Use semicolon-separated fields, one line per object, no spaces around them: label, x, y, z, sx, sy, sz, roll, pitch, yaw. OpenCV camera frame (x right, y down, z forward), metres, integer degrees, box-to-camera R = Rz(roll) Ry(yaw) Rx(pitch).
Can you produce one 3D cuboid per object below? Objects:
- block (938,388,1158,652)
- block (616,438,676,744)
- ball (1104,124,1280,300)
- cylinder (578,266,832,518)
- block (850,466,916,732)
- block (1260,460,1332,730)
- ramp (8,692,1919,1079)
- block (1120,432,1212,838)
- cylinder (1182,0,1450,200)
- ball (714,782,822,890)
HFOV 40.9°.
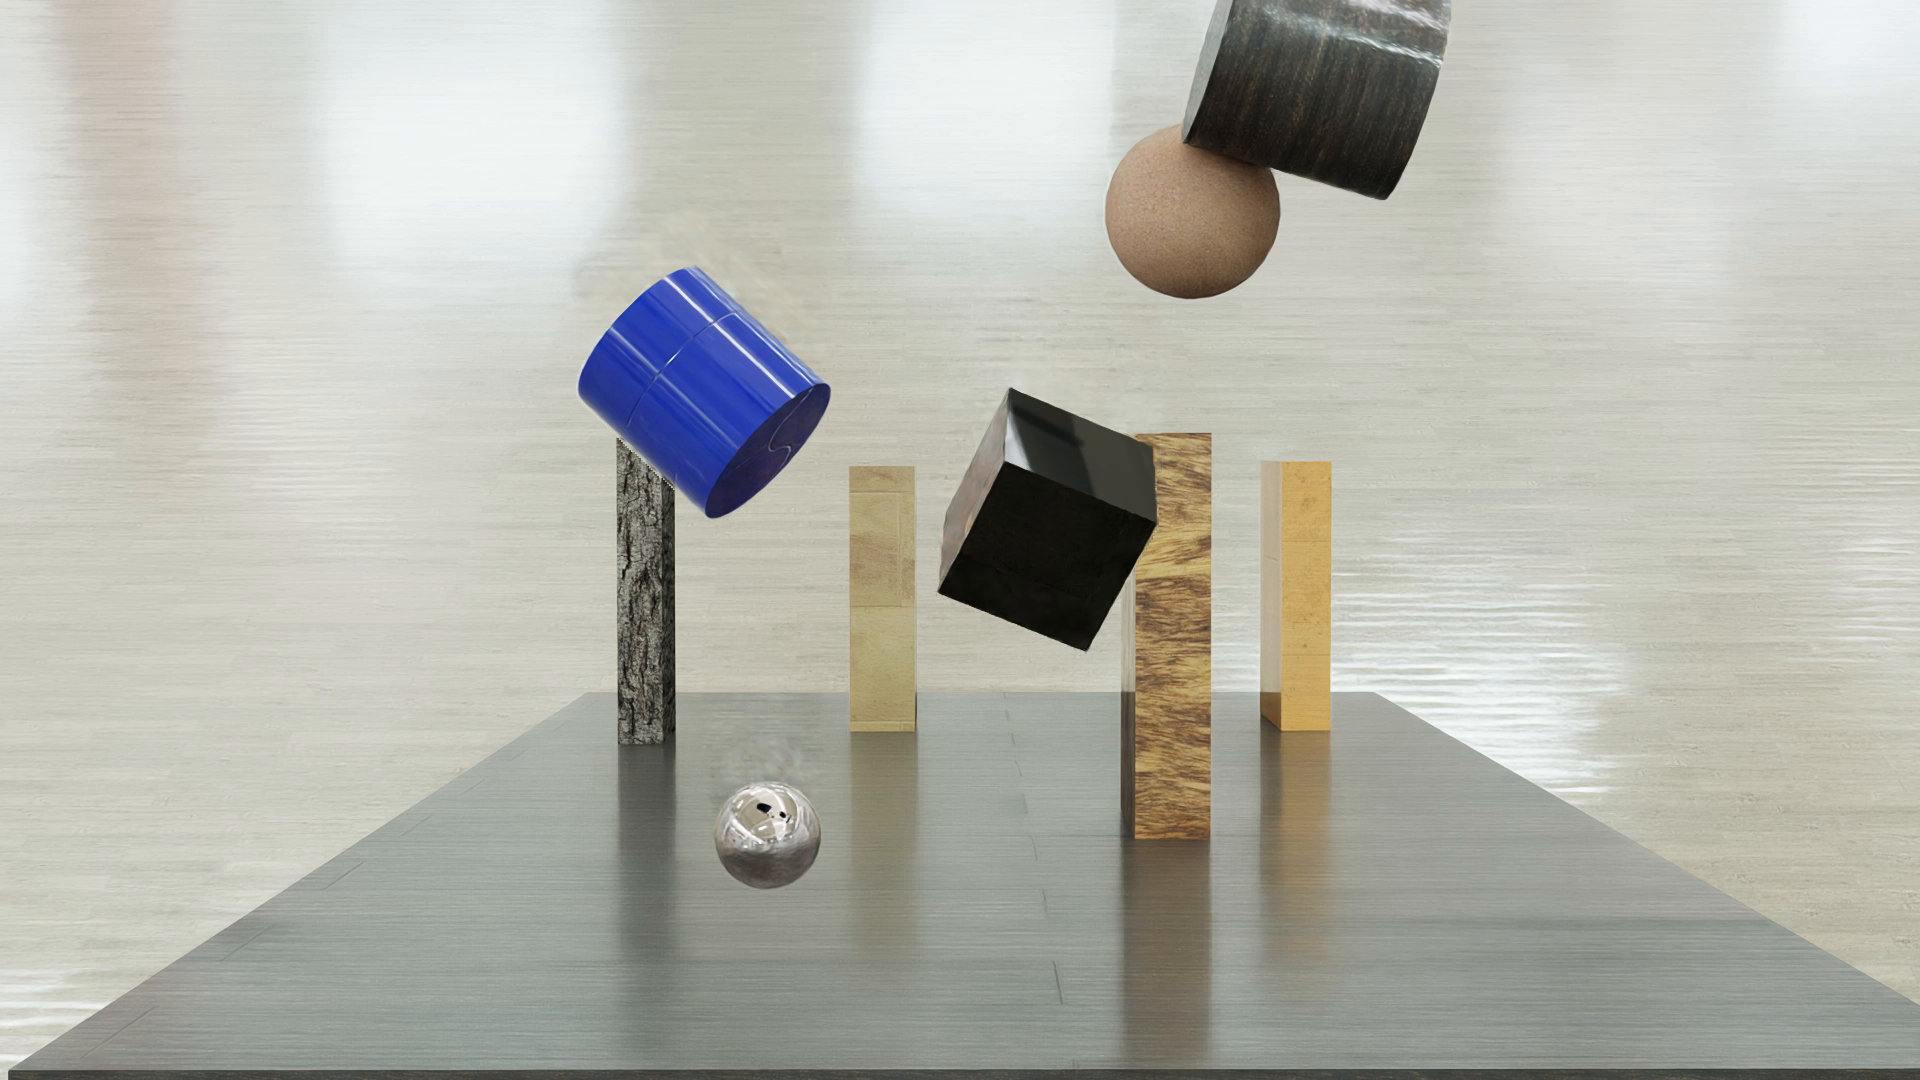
block;0.090;-0.022;2.644;0.166;0.166;0.166;22;28;-10
block;-0.669;0.102;5.504;0.094;0.641;0.253;0;2;0
ball;0.228;-0.322;2.526;0.172;0.172;0.172;0;24;0
cylinder;-0.267;-0.154;2.694;0.187;0.187;0.187;42;37;10
block;-0.170;0.124;5.759;0.142;0.579;0.283;0;2;0
block;0.757;0.116;5.829;0.107;0.588;0.397;0;2;0
ramp;0.056;0.505;4.549;2.000;0.100;4.000;0;2;0
block;0.335;0.145;4.234;0.119;0.640;0.358;0;2;0
cylinder;0.331;-0.440;2.411;0.197;0.197;0.197;16;25;-2
ball;-0.219;0.336;2.936;0.122;0.122;0.122;0;24;0
